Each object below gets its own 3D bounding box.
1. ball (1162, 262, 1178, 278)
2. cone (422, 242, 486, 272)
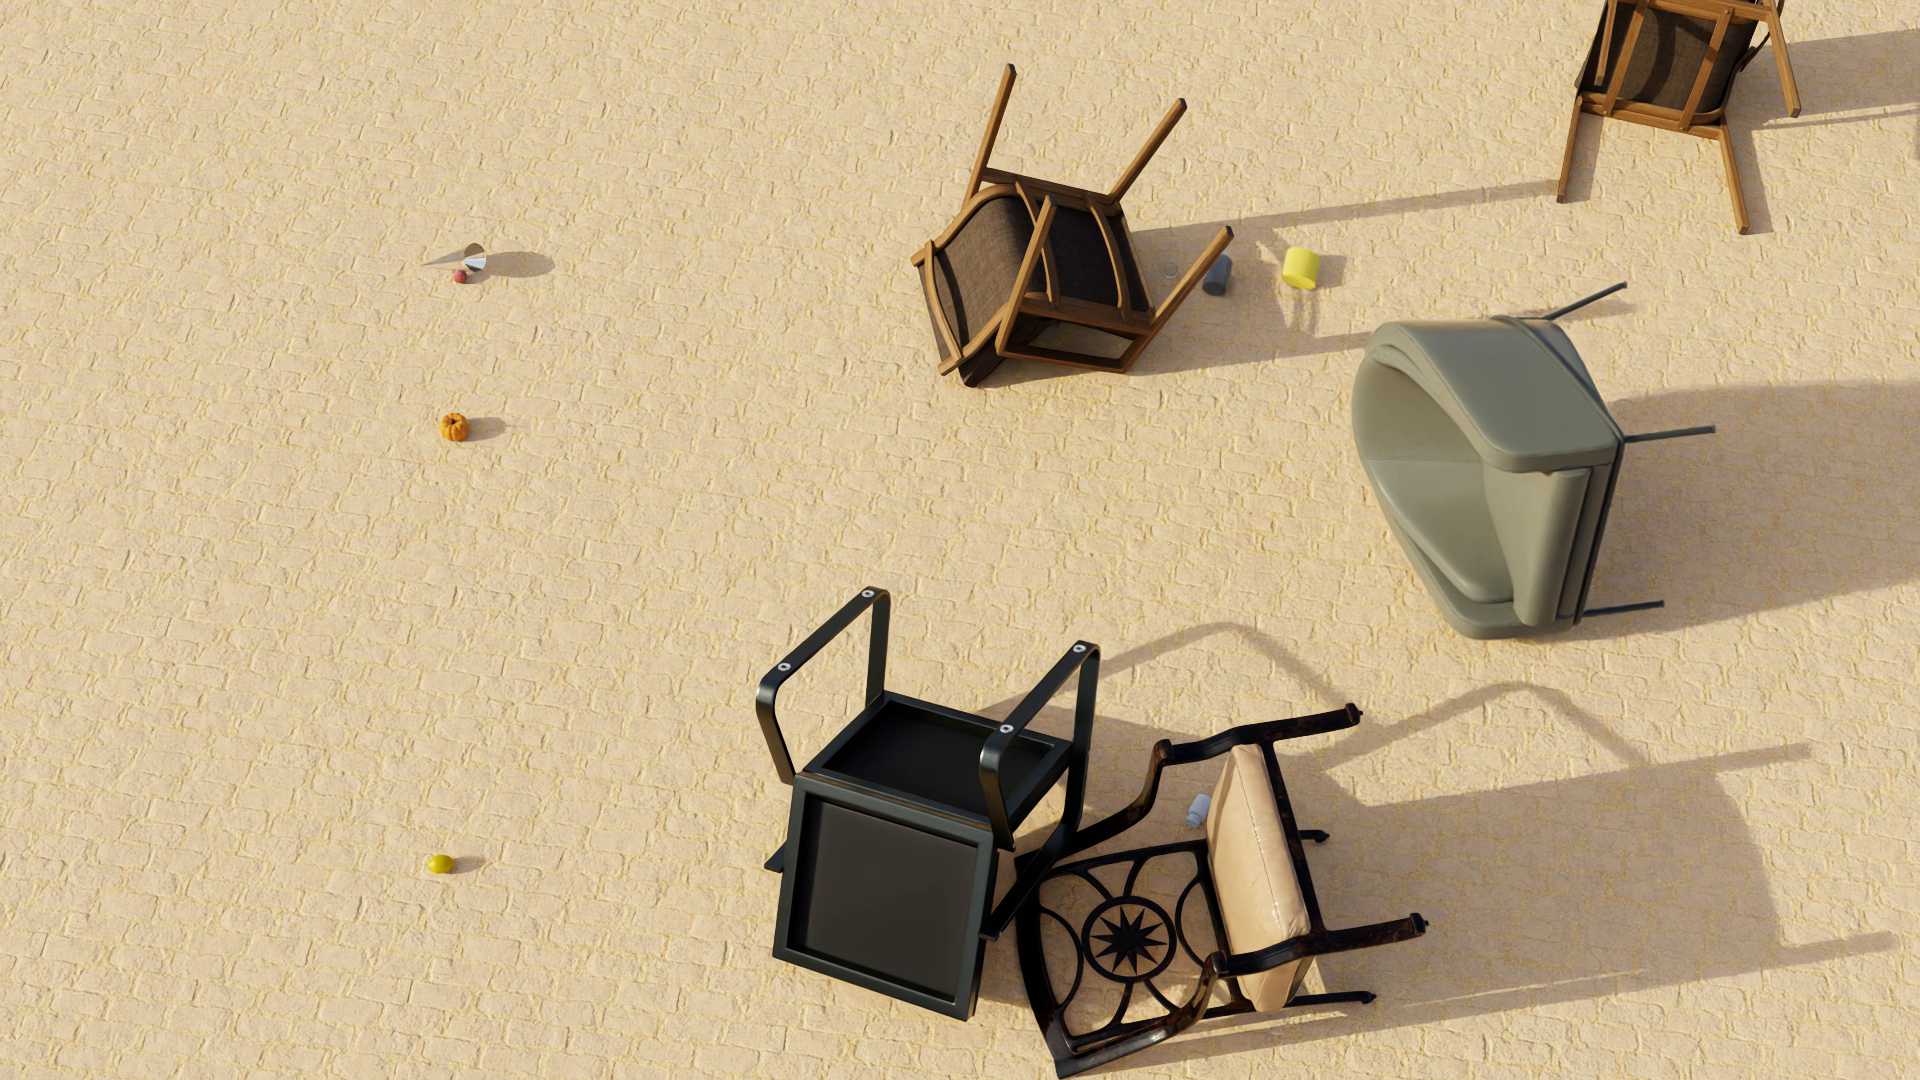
[{"bbox_3d":[0.682,-0.875,7.131,0.050,0.050,0.050,0,56,0],"label":"ball"},{"bbox_3d":[-1.666,-0.904,7.145,0.202,0.092,0.152,-6,13,16],"label":"cone"}]
